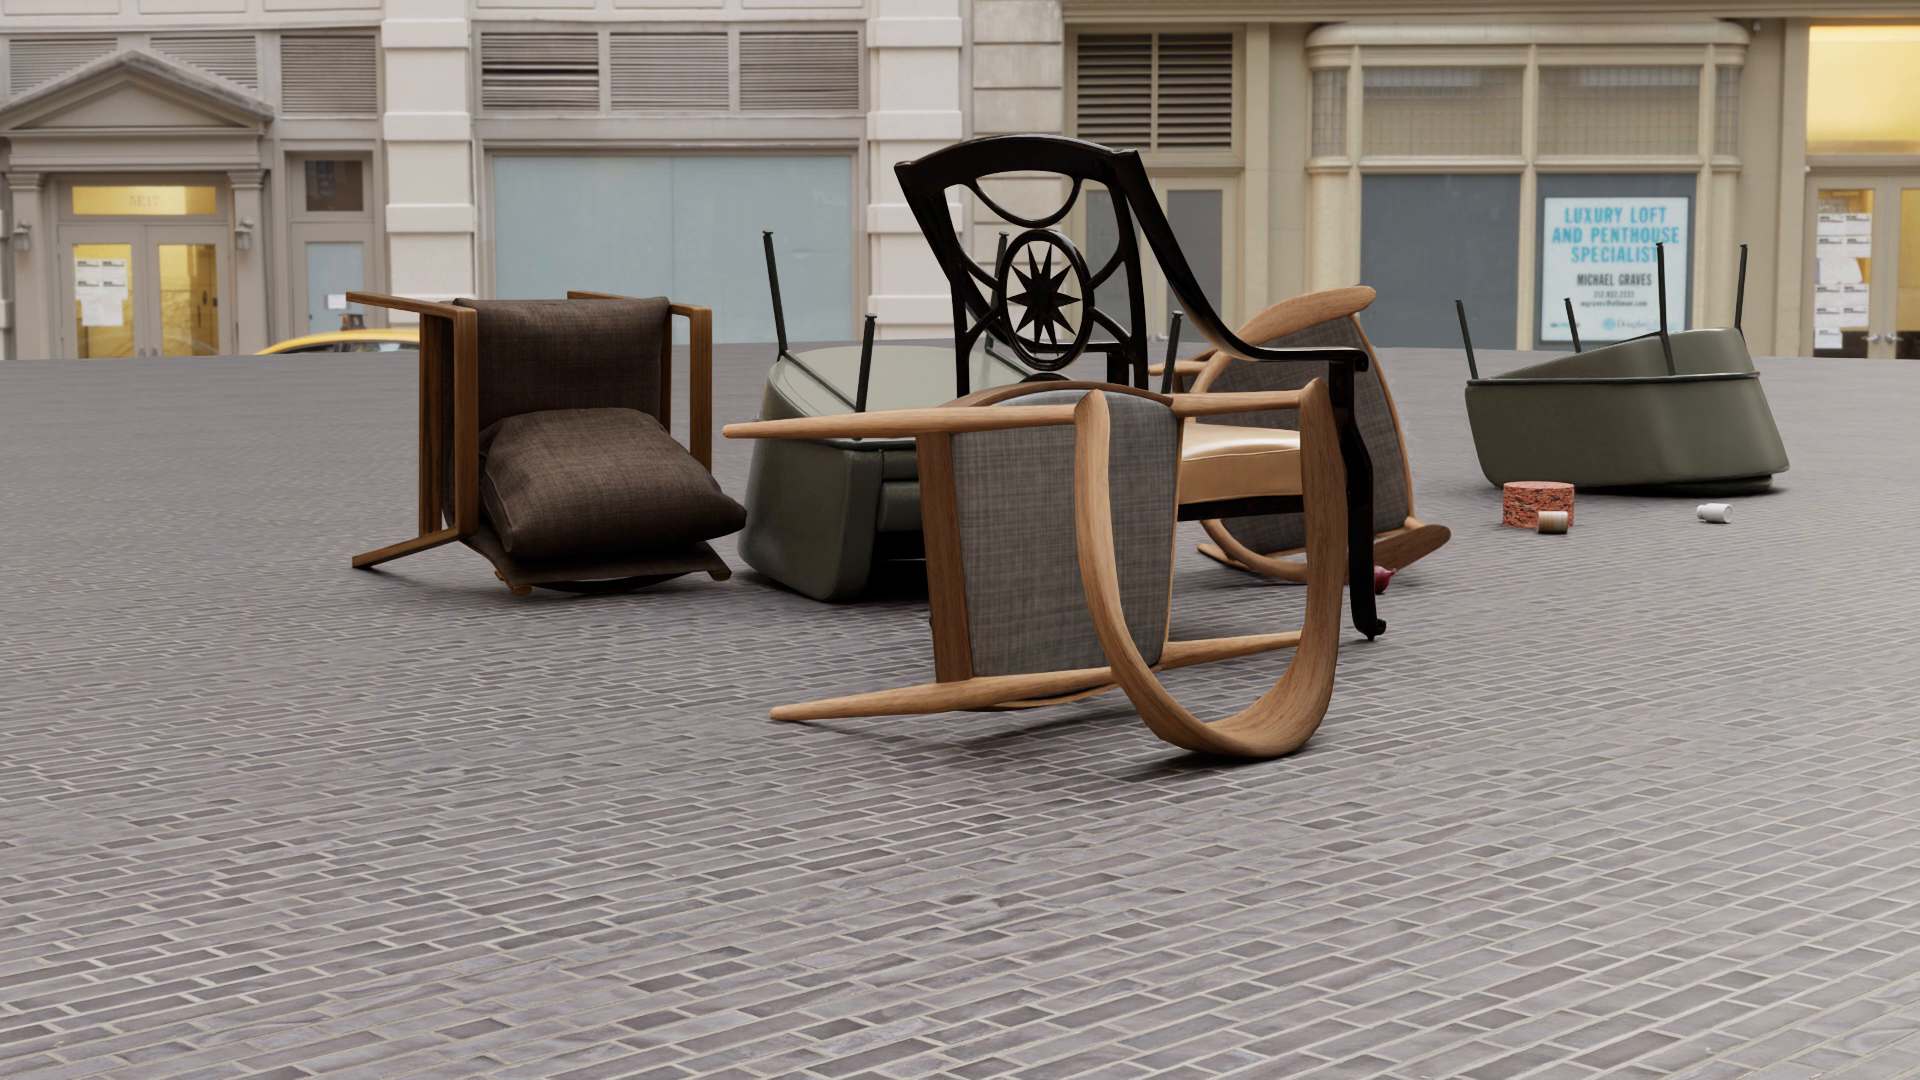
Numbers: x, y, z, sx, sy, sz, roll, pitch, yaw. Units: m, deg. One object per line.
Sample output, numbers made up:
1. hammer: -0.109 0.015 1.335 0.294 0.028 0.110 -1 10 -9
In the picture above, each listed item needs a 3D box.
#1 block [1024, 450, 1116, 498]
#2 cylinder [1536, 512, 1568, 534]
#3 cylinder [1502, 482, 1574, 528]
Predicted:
1. block: 0.331 -0.199 7.737 0.277 0.125 0.120 -6 8 -43
2. cylinder: 1.519 -0.045 6.579 0.072 0.057 0.056 1 46 7
3. cylinder: 1.537 -0.094 6.815 0.184 0.105 0.235 1 6 9
